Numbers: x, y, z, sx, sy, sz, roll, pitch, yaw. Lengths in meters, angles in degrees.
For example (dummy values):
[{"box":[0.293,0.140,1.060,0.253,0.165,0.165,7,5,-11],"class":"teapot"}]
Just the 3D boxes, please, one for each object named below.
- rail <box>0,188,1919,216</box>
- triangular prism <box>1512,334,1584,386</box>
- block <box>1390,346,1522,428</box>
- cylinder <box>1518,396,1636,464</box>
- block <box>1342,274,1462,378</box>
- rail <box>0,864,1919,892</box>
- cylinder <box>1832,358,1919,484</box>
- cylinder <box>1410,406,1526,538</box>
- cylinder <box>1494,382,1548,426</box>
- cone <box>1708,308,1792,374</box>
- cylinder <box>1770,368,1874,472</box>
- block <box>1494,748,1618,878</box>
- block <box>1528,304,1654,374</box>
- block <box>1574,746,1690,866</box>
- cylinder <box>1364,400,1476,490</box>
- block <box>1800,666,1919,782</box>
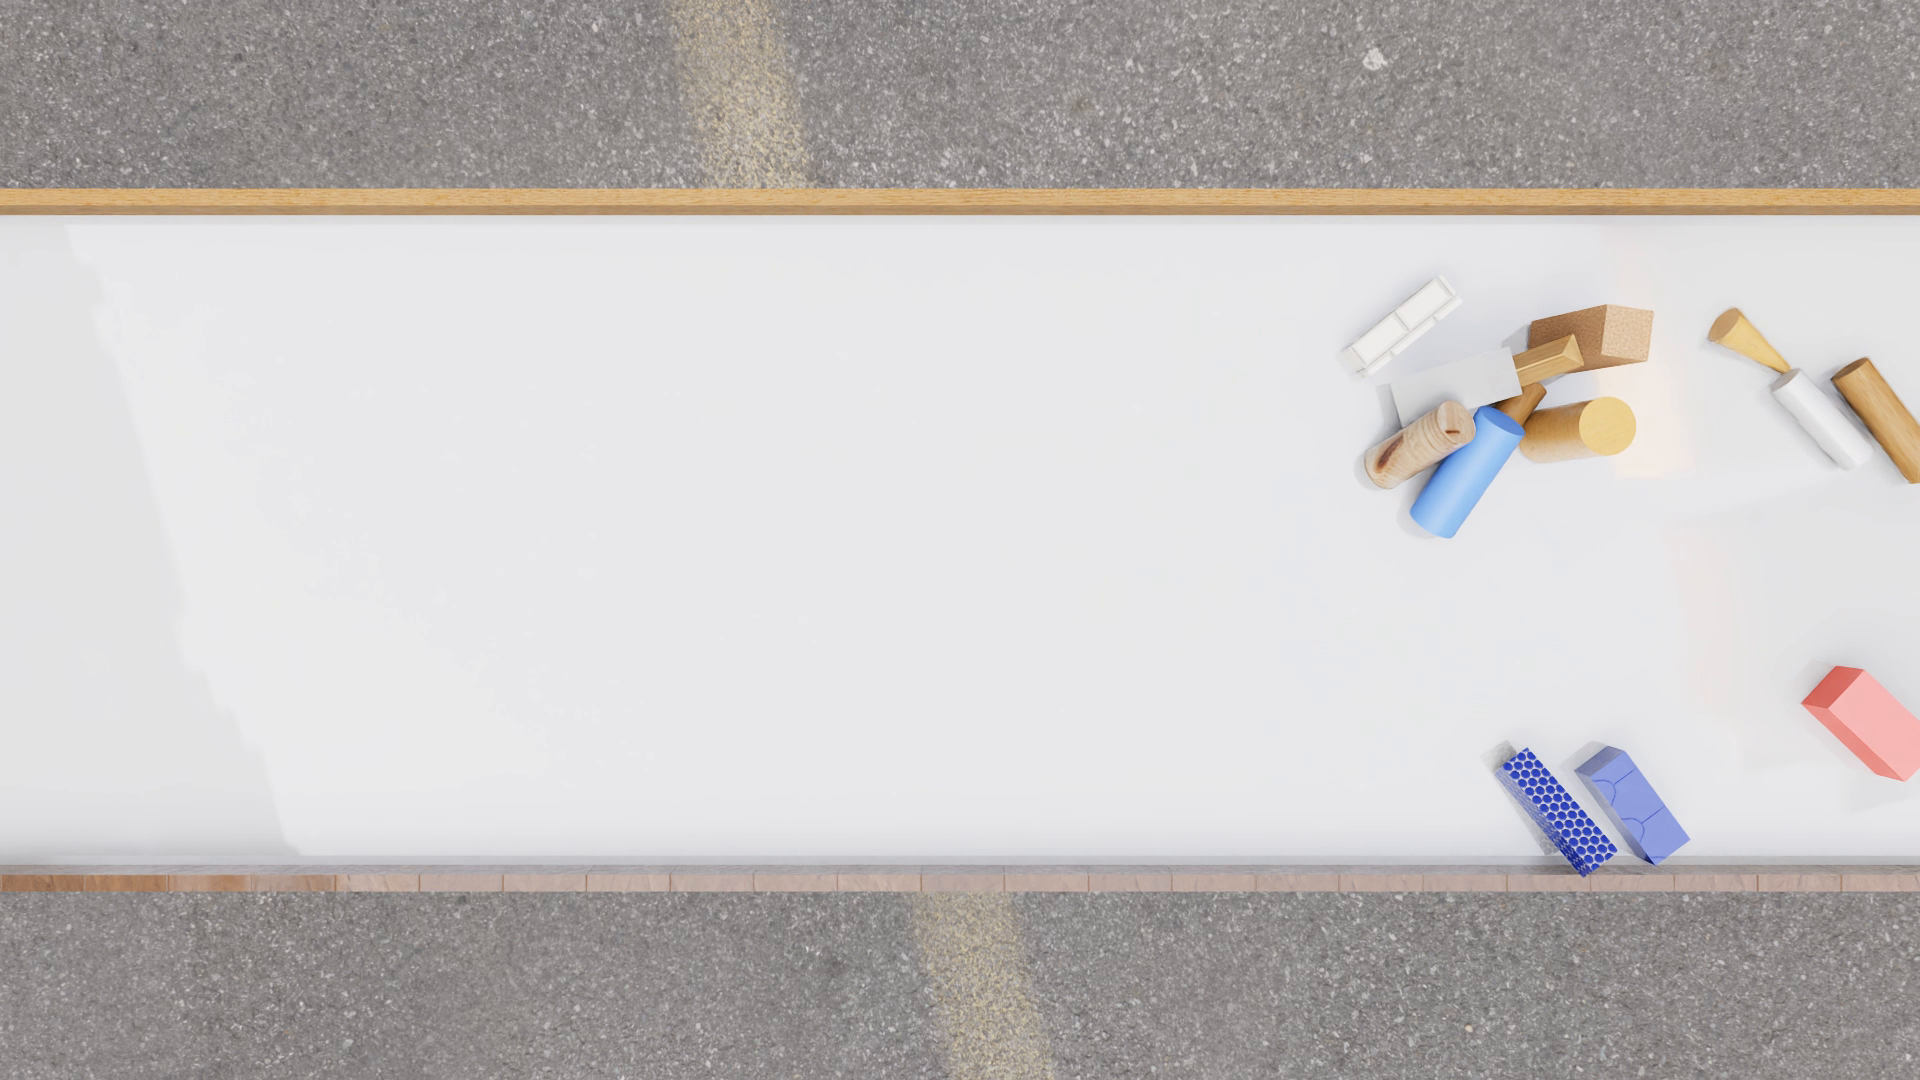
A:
[{"box":[-2.247,-1.025,5.002,12.000,0.150,0.050,0,90,0],"class":"rail"},{"box":[1.641,-0.509,4.890,0.094,0.423,0.081,18,69,-29],"class":"triangular prism"},{"box":[1.471,-0.453,4.901,0.145,0.331,0.145,-16,90,-38],"class":"block"},{"box":[1.809,-0.320,4.857,0.168,0.427,0.168,0,90,-4],"class":"cylinder"},{"box":[1.344,-0.648,5.023,0.357,0.107,0.107,-39,90,0],"class":"block"},{"box":[-2.247,1.025,5.001,12.000,0.150,0.050,0,90,0],"class":"rail"},{"box":[2.826,-0.363,5.018,0.117,0.117,0.397,-37,90,0],"class":"cylinder"},{"box":[1.510,-0.200,4.918,0.152,0.152,0.383,27,119,0],"class":"cylinder"},{"box":[1.651,-0.351,5.026,0.101,0.101,0.312,37,90,0],"class":"cylinder"},{"box":[2.466,-0.566,5.047,0.340,0.120,0.120,32,90,-10],"class":"cone"},{"box":[2.621,-0.367,5.017,0.106,0.106,0.335,-43,92,0],"class":"cylinder"},{"box":[1.788,0.817,4.953,0.102,0.102,0.389,-34,69,-9],"class":"block"},{"box":[1.846,-0.587,4.852,0.143,0.432,0.143,7,90,-9],"class":"block"},{"box":[2.040,0.804,5.011,0.132,0.132,0.331,-36,90,0],"class":"block"},{"box":[1.362,-0.278,4.900,0.137,0.335,0.137,11,63,-24],"class":"cylinder"},{"box":[2.758,0.554,4.996,0.319,0.161,0.161,43,90,0],"class":"block"}]
